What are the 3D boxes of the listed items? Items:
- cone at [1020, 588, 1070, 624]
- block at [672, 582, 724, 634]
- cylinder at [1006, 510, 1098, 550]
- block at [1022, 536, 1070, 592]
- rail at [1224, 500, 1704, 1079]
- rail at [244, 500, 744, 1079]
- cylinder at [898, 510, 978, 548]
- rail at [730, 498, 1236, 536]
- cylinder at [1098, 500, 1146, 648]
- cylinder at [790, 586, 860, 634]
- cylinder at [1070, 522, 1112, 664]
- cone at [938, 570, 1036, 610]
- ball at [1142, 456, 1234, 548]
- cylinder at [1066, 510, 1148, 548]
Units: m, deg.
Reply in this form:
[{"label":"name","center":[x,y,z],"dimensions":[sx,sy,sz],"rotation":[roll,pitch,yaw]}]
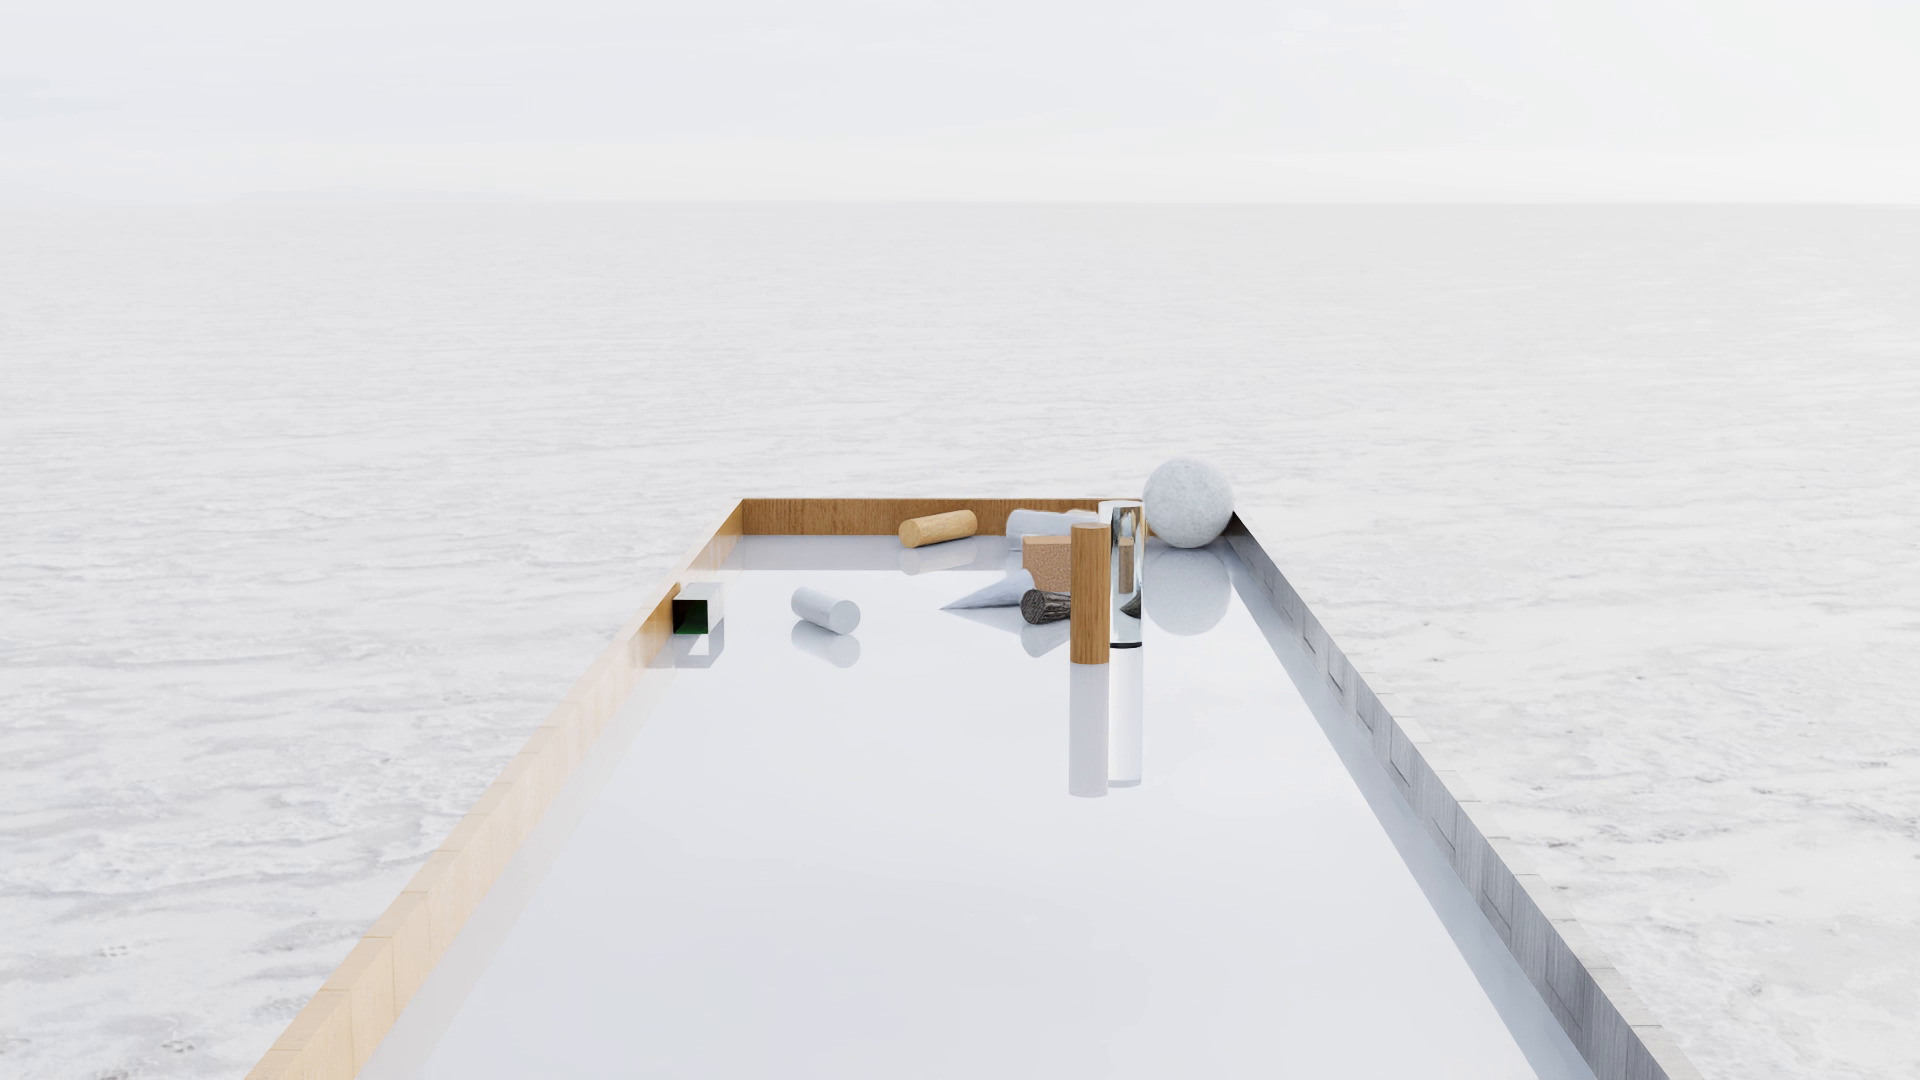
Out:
[{"label":"cone","center":[0.409,0.224,7.411],"dimensions":[0.458,0.116,0.116],"rotation":[2,6,-43]},{"label":"block","center":[-0.860,0.223,7.242],"dimensions":[0.113,0.113,0.319],"rotation":[0,9,3]},{"label":"cylinder","center":[0.391,-0.024,8.655],"dimensions":[0.396,0.158,0.158],"rotation":[5,10,30]},{"label":"block","center":[0.425,0.085,7.918],"dimensions":[0.388,0.174,0.174],"rotation":[0,9,-3]},{"label":"rail","center":[1.046,0.843,3.208],"dimensions":[0.050,0.150,12.000],"rotation":[0,9,1]},{"label":"rail","center":[-1.004,0.839,3.234],"dimensions":[0.050,0.150,12.000],"rotation":[0,9,1]},{"label":"cylinder","center":[-0.087,-0.048,8.946],"dimensions":[0.114,0.114,0.373],"rotation":[7,11,37]},{"label":"rail","center":[0.099,-0.098,9.147],"dimensions":[2.100,0.150,0.050],"rotation":[0,9,1]},{"label":"cylinder","center":[0.505,0.108,6.900],"dimensions":[0.146,0.448,0.146],"rotation":[0,9,0]},{"label":"cylinder","center":[-0.442,0.228,7.214],"dimensions":[0.112,0.112,0.304],"rotation":[-5,10,-28]},{"label":"cylinder","center":[0.395,0.161,6.665],"dimensions":[0.121,0.415,0.121],"rotation":[0,9,0]},{"label":"cone","center":[0.080,0.199,7.563],"dimensions":[0.343,0.120,0.120],"rotation":[-14,13,-18]},{"label":"ball","center":[0.911,-0.152,8.799],"dimensions":[0.366,0.366,0.366],"rotation":[0,9,0]},{"label":"cylinder","center":[0.576,-0.034,8.779],"dimensions":[0.138,0.138,0.351],"rotation":[-9,12,-43]}]
